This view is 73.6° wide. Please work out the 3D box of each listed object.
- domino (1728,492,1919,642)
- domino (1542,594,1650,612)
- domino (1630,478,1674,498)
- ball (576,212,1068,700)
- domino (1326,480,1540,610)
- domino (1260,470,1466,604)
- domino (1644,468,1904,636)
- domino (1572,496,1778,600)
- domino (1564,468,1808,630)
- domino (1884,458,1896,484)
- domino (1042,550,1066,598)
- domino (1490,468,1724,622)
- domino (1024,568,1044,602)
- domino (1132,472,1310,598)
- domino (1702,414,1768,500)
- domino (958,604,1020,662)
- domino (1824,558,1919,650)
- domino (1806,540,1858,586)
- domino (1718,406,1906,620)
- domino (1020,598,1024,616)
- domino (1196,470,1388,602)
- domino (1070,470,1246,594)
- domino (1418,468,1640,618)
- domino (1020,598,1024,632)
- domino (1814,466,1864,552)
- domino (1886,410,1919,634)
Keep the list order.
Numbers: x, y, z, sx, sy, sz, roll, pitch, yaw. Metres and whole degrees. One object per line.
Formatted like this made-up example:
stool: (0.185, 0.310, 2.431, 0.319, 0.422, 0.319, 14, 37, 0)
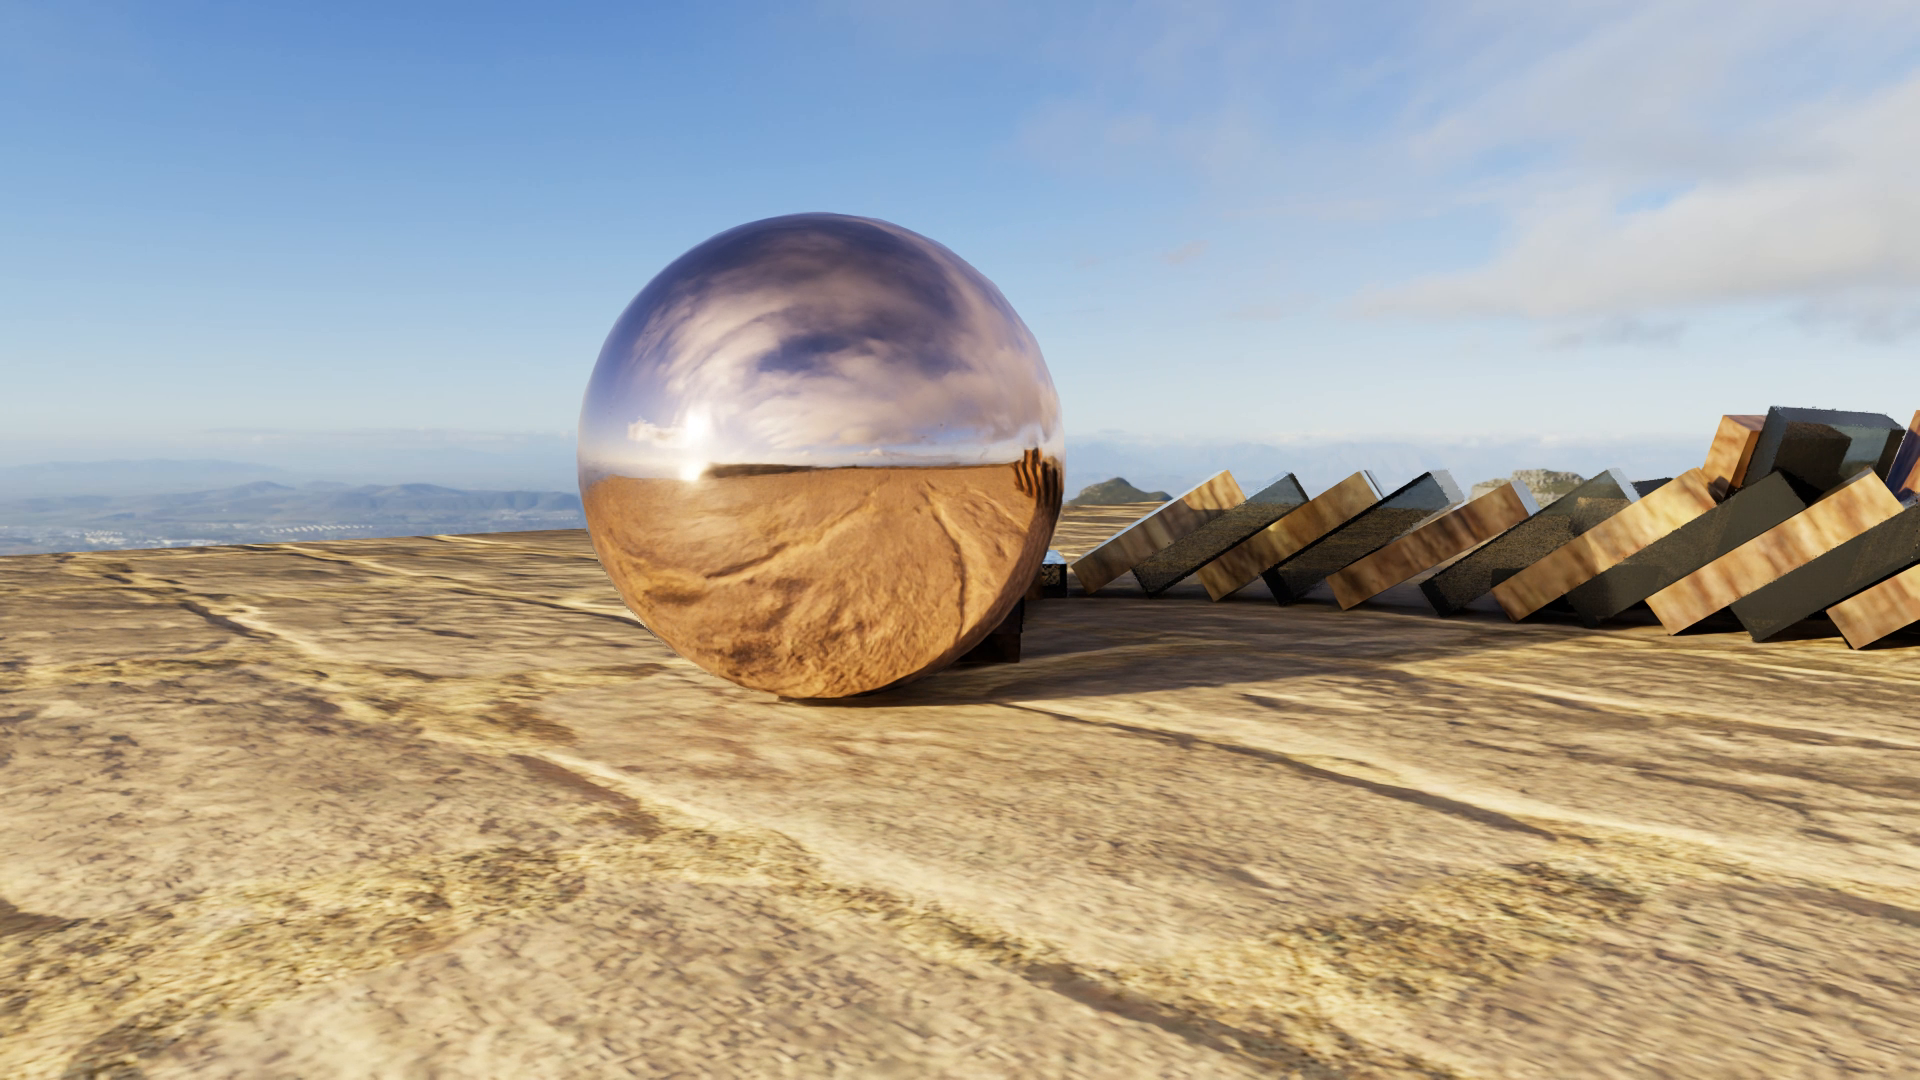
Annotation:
domino: (0.192, 0.004, 0.275, 0.050, 0.009, 0.025, -39, -17, 29)
domino: (0.173, 0.012, 0.343, 0.050, 0.009, 0.025, -1, 4, -18)
domino: (0.214, -0.002, 0.367, 0.050, 0.009, 0.025, 26, -5, -5)
ball: (-0.022, -0.014, 0.214, 0.080, 0.080, 0.080, 0, 4, 0)
domino: (0.121, 0.001, 0.327, 0.050, 0.009, 0.025, -32, -12, 28)
domino: (0.106, -0.001, 0.336, 0.050, 0.009, 0.025, -36, -14, 27)
domino: (0.179, 0.003, 0.284, 0.050, 0.010, 0.025, -39, -17, 30)
domino: (0.198, 0.002, 0.354, 0.050, 0.009, 0.025, 23, -4, -21)
domino: (0.166, 0.002, 0.294, 0.050, 0.009, 0.025, -39, -17, 30)
domino: (0.272, -0.003, 0.355, 0.025, 0.009, 0.050, -3, 44, -32)
domino: (0.017, 0.009, 0.379, 0.025, 0.009, 0.050, 0, 4, 1)
domino: (0.153, 0.001, 0.303, 0.050, 0.010, 0.025, -39, -17, 30)
domino: (0.006, 0.002, 0.353, 0.025, 0.009, 0.050, -5, 26, -4)
domino: (0.072, -0.002, 0.358, 0.050, 0.009, 0.025, -32, -1, 9)
domino: (0.194, -0.006, 0.317, 0.025, 0.050, 0.009, -1, 29, -10)
domino: (0.000, 0.002, 0.263, 0.025, 0.050, 0.010, 0, -40, 3)
domino: (0.207, 0.005, 0.265, 0.050, 0.010, 0.025, -37, -15, 27)
domino: (0.244, -0.005, 0.379, 0.025, 0.010, 0.050, 1, 40, -47)
domino: (0.198, -0.006, 0.303, 0.025, 0.050, 0.009, 5, 29, 5)
domino: (0.004, -0.001, 0.332, 0.025, 0.010, 0.050, 0, 42, 1)
domino: (0.090, -0.001, 0.346, 0.050, 0.009, 0.025, -34, -11, 22)
domino: (0.055, -0.002, 0.362, 0.050, 0.009, 0.025, -32, -1, 6)
domino: (0.139, 0.001, 0.314, 0.050, 0.009, 0.025, -38, -17, 29)
domino: (0.002, -0.001, 0.303, 0.025, 0.010, 0.050, 0, 49, 1)
domino: (0.260, -0.004, 0.367, 0.025, 0.010, 0.050, -3, 42, -37)
domino: (0.219, -0.004, 0.290, 0.010, 0.050, 0.025, 19, 7, 6)
